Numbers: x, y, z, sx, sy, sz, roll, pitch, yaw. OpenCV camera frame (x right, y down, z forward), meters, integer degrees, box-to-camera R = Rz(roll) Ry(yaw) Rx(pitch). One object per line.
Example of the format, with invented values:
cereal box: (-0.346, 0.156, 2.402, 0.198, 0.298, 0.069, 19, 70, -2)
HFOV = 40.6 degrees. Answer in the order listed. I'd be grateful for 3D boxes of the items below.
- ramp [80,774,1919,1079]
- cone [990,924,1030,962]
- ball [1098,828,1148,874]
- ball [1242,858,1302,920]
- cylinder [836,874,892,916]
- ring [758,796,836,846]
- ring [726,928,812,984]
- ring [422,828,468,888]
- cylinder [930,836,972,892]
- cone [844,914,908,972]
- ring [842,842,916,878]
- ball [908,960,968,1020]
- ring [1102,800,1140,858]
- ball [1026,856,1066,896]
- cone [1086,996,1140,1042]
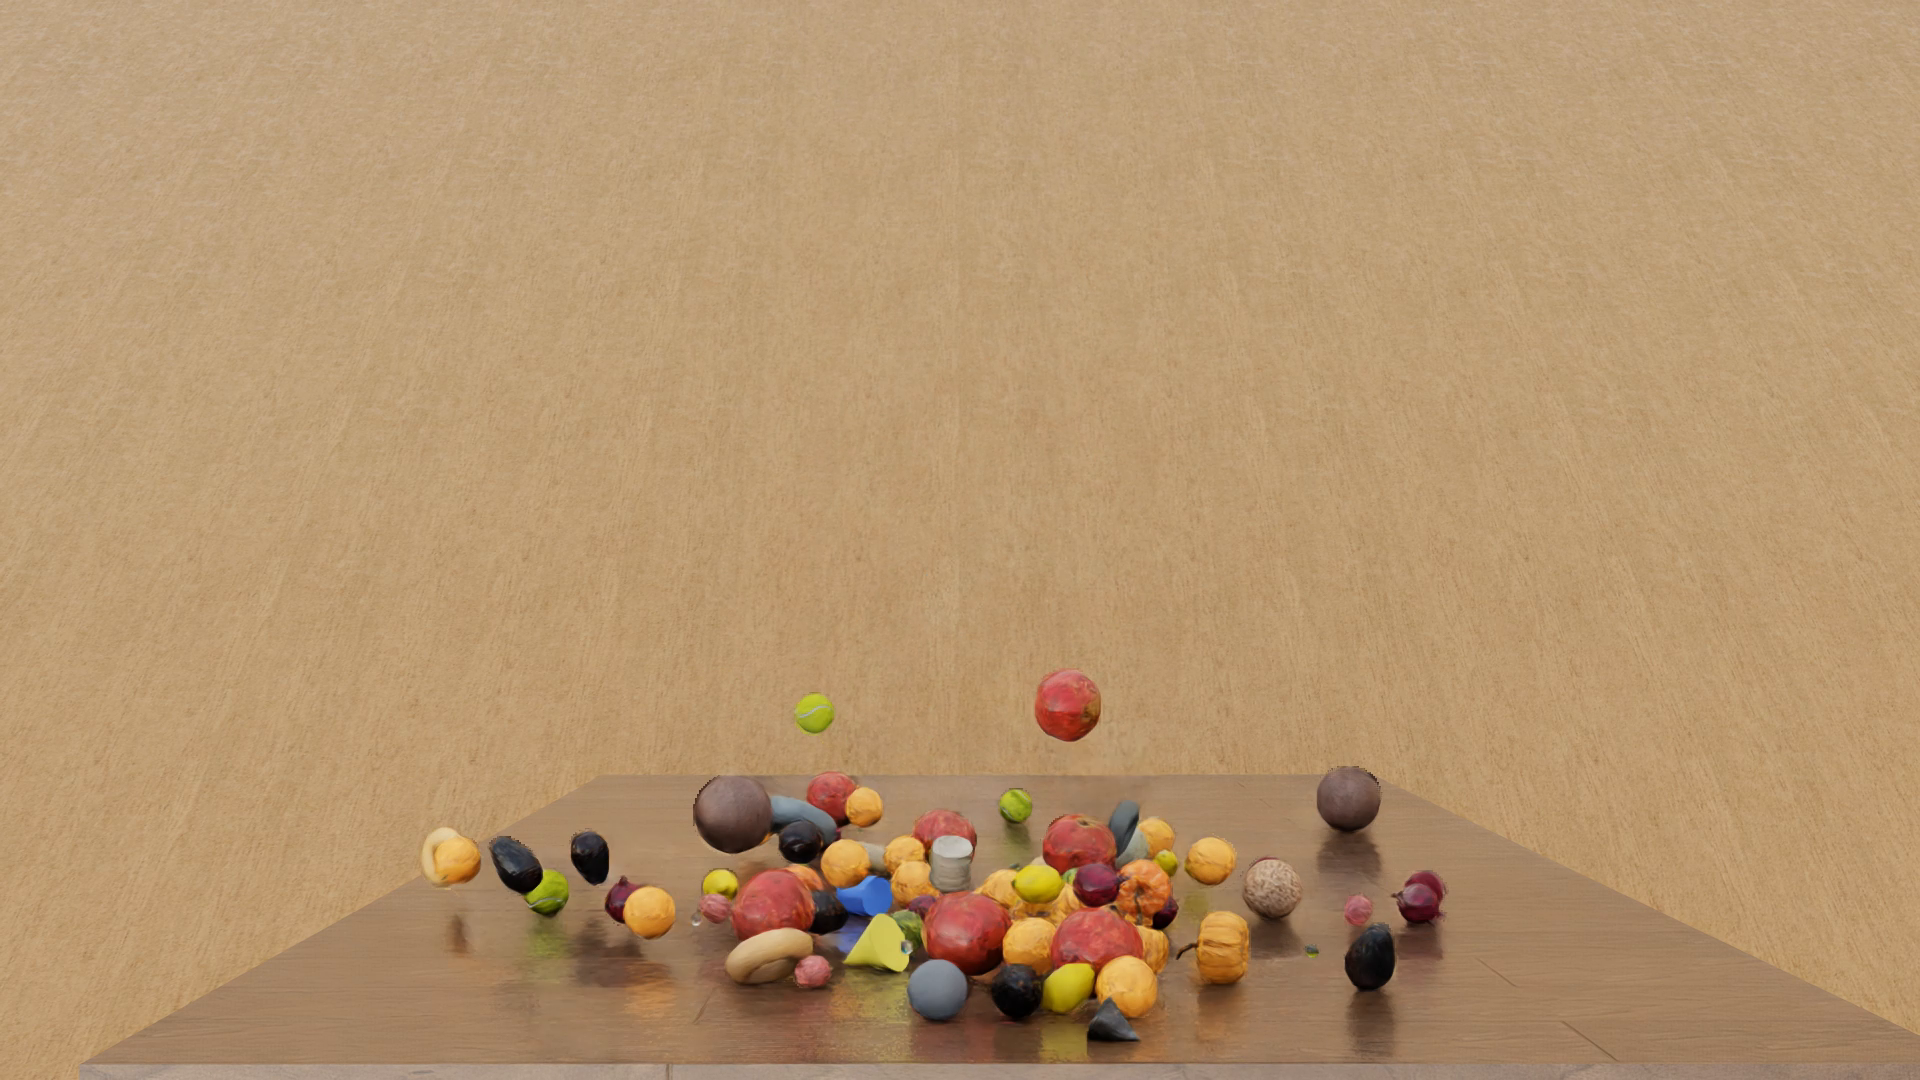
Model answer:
ramp: (0.072, 0.631, 4.728, 2.000, 0.100, 4.000, 0, -1, 0)
cone: (0.067, 0.551, 3.473, 0.052, 0.052, 0.052, 0, 26, 0)
ball: (0.283, 0.533, 4.476, 0.087, 0.087, 0.087, 0, 32, 0)
ball: (0.468, 0.523, 3.888, 0.090, 0.090, 0.090, 0, 32, 0)
cylinder: (-0.145, 0.539, 3.936, 0.060, 0.060, 0.060, -1, 23, 48)
ring: (-0.288, 0.499, 4.595, 0.149, 0.149, 0.050, 13, 68, 19)
ring: (-0.239, 0.523, 3.249, 0.114, 0.114, 0.038, -12, 63, -19)
ring: (-0.823, 0.506, 4.132, 0.095, 0.095, 0.032, 29, 13, 38)
cylinder: (-0.012, 0.413, 3.304, 0.052, 0.052, 0.052, 3, 27, -2)
cone: (-0.123, 0.542, 3.399, 0.080, 0.080, 0.080, -28, 22, 27)
ring: (-0.138, 0.545, 4.428, 0.130, 0.043, 0.130, 12, -8, 2)
ball: (-0.026, 0.521, 3.001, 0.070, 0.070, 0.070, 0, 32, 0)
ring: (0.272, 0.490, 4.389, 0.035, 0.104, 0.104, 23, 38, 15)
ball: (0.139, 0.539, 4.162, 0.066, 0.066, 0.066, 0, 32, 0)
cone: (0.177, 0.542, 2.868, 0.054, 0.054, 0.054, 28, 40, 18)
